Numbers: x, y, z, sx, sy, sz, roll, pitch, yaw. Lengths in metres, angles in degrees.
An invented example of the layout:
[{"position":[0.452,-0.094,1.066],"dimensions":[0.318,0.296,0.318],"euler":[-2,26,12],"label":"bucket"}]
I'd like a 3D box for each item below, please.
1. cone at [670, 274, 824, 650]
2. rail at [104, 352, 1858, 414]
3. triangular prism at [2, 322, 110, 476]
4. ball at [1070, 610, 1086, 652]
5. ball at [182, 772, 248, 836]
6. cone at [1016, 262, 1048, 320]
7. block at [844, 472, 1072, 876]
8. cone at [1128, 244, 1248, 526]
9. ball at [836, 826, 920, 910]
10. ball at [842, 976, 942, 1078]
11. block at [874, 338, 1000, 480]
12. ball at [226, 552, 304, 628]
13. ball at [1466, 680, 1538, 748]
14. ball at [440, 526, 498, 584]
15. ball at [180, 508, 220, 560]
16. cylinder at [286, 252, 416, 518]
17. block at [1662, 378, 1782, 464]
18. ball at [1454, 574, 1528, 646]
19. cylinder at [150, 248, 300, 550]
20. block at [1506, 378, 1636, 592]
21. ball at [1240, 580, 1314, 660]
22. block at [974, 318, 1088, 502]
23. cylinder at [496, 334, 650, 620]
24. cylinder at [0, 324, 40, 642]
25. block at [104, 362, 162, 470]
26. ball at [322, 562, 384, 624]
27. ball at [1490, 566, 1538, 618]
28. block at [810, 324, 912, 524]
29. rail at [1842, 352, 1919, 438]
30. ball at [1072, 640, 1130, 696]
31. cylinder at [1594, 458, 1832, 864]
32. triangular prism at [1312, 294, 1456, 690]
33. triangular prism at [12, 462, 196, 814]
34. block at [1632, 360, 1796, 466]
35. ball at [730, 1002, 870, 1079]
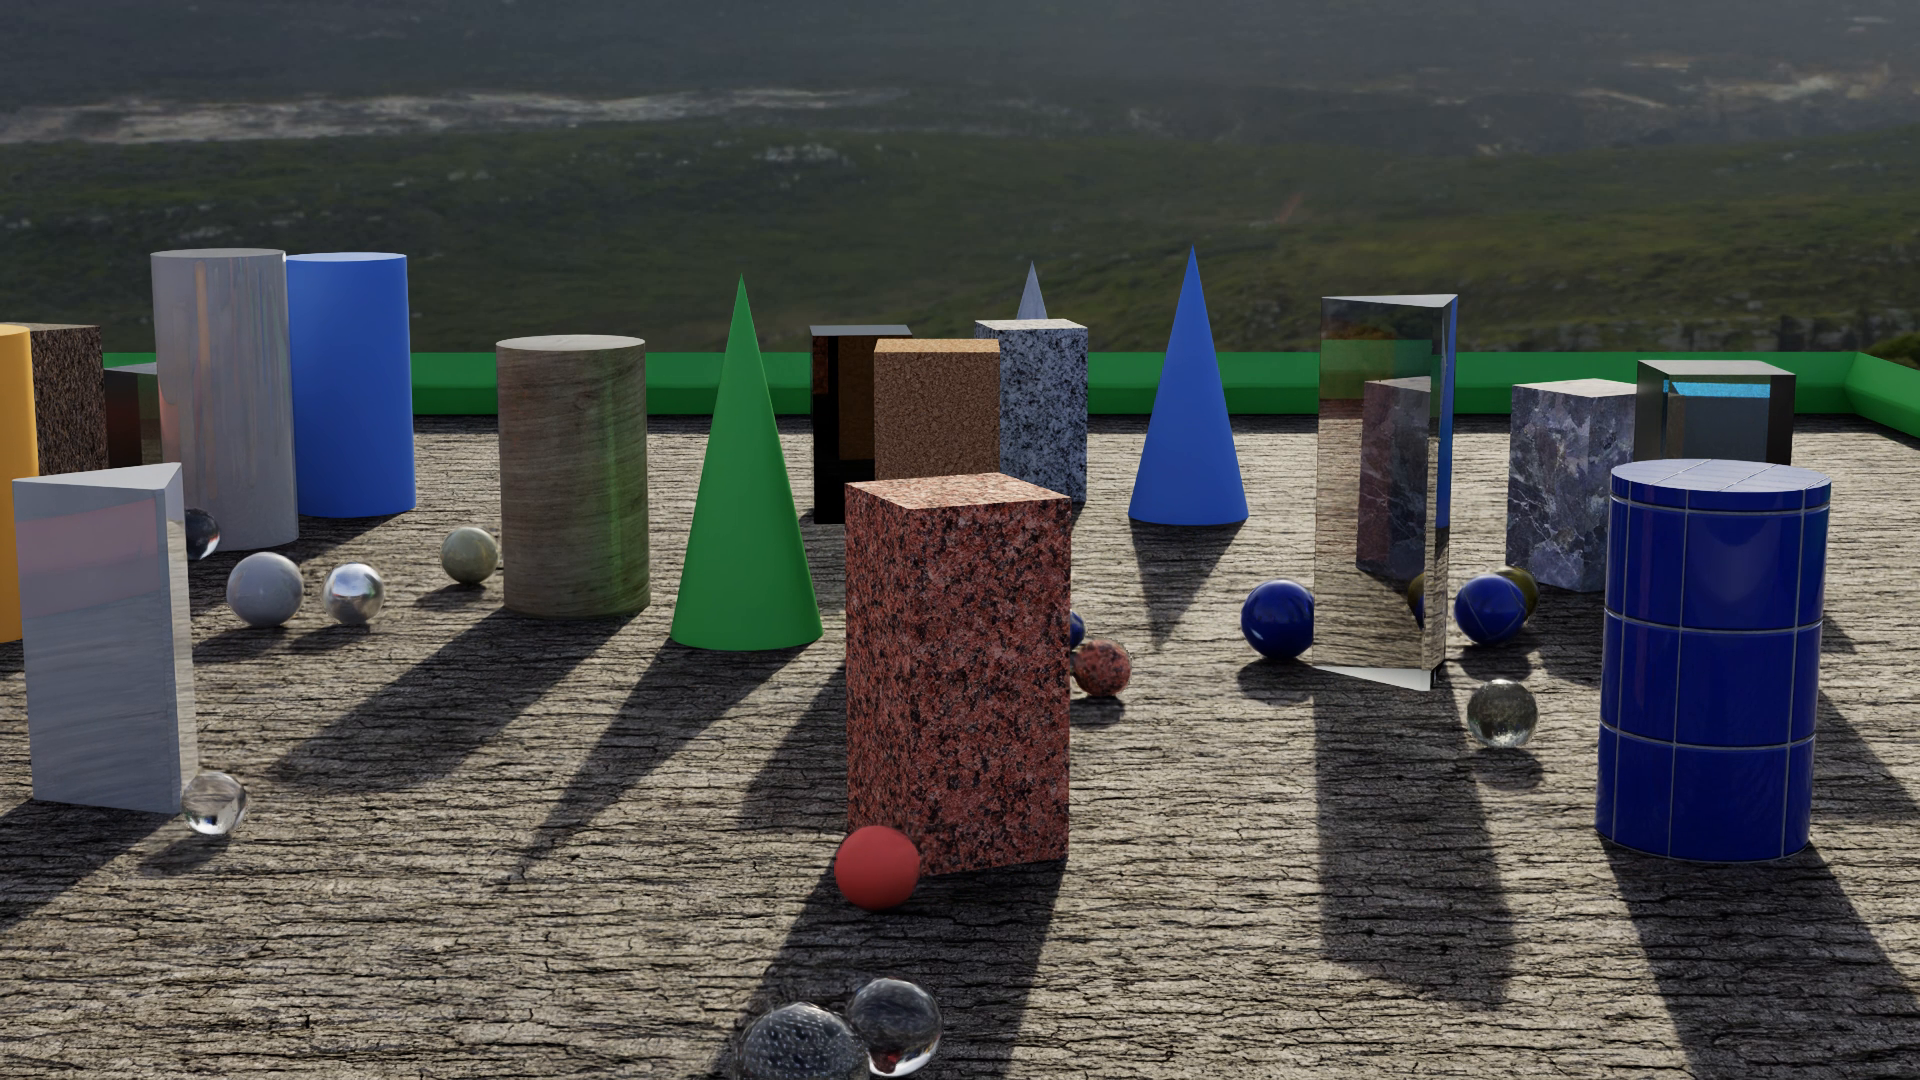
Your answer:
[{"position":[-0.277,-0.109,3.289],"dimensions":[0.199,0.469,0.199],"euler":[0,10,0],"label":"cone"},{"position":[-0.011,-0.328,5.399],"dimensions":[3.822,0.129,0.045],"euler":[0,10,0],"label":"rail"},{"position":[-1.363,-0.137,3.762],"dimensions":[0.172,0.353,0.149],"euler":[-9,14,-41],"label":"triangular prism"},{"position":[0.130,0.114,3.223],"dimensions":[0.055,0.055,0.055],"euler":[0,10,0],"label":"ball"},{"position":[-0.715,0.252,2.458],"dimensions":[0.061,0.061,0.061],"euler":[0,10,0],"label":"ball"},{"position":[0.135,-0.344,4.840],"dimensions":[0.199,0.367,0.199],"euler":[0,10,0],"label":"cone"},{"position":[-0.004,0.121,2.401],"dimensions":[0.159,0.340,0.159],"euler":[-5,11,-23],"label":"block"},{"position":[0.375,-0.260,4.174],"dimensions":[0.199,0.444,0.199],"euler":[0,10,0],"label":"cone"},{"position":[-0.071,0.286,2.239],"dimensions":[0.074,0.074,0.074],"euler":[0,10,0],"label":"ball"},{"position":[-0.050,0.355,1.871],"dimensions":[0.073,0.073,0.073],"euler":[0,10,0],"label":"ball"},{"position":[-0.029,-0.070,3.352],"dimensions":[0.159,0.370,0.159],"euler":[0,10,0],"label":"block"},{"position":[-0.911,0.065,3.366],"dimensions":[0.099,0.099,0.099],"euler":[0,10,0],"label":"ball"},{"position":[0.585,0.188,2.768],"dimensions":[0.075,0.075,0.075],"euler":[0,10,0],"label":"ball"},{"position":[-0.697,0.022,3.644],"dimensions":[0.082,0.082,0.082],"euler":[0,10,0],"label":"ball"},{"position":[-1.143,-0.008,3.826],"dimensions":[0.076,0.076,0.076],"euler":[0,10,0],"label":"ball"},{"position":[-1.010,-0.260,4.246],"dimensions":[0.199,0.417,0.199],"euler":[0,10,0],"label":"cylinder"},{"position":[1.138,-0.106,3.858],"dimensions":[0.159,0.255,0.159],"euler":[2,11,11],"label":"block"},{"position":[0.674,0.088,3.260],"dimensions":[0.091,0.091,0.091],"euler":[0,10,0],"label":"ball"},{"position":[-1.132,-0.220,3.956],"dimensions":[0.199,0.444,0.199],"euler":[0,10,0],"label":"cylinder"},{"position":[0.900,-0.081,3.673],"dimensions":[0.159,0.275,0.159],"euler":[-6,12,-29],"label":"block"},{"position":[0.398,0.099,3.183],"dimensions":[0.099,0.099,0.099],"euler":[0,10,0],"label":"ball"},{"position":[0.120,-0.221,4.378],"dimensions":[0.159,0.294,0.159],"euler":[-2,11,-12],"label":"block"},{"position":[-0.523,-0.089,3.480],"dimensions":[0.199,0.360,0.199],"euler":[0,10,0],"label":"cylinder"},{"position":[-1.294,-0.074,3.312],"dimensions":[0.199,0.391,0.199],"euler":[0,10,0],"label":"cylinder"},{"position":[-1.280,-0.159,4.178],"dimensions":[0.159,0.245,0.159],"euler":[7,12,32],"label":"block"},{"position":[-0.801,0.070,3.388],"dimensions":[0.081,0.081,0.081],"euler":[0,10,0],"label":"ball"},{"position":[0.724,0.073,3.386],"dimensions":[0.076,0.076,0.076],"euler":[0,10,0],"label":"ball"},{"position":[-0.162,-0.190,4.182],"dimensions":[0.159,0.304,0.159],"euler":[-1,11,-5],"label":"block"},{"position":[1.887,0.031,3.459],"dimensions":[0.045,0.129,4.015],"euler":[0,10,0],"label":"rail"},{"position":[0.165,0.150,2.996],"dimensions":[0.067,0.067,0.067],"euler":[0,10,0],"label":"ball"},{"position":[0.713,0.110,2.438],"dimensions":[0.199,0.348,0.199],"euler":[0,10,0],"label":"cylinder"},{"position":[0.545,-0.065,3.097],"dimensions":[0.149,0.453,0.172],"euler":[-10,14,-42],"label":"triangular prism"},{"position":[-0.828,0.092,2.598],"dimensions":[0.172,0.324,0.149],"euler":[4,11,19],"label":"triangular prism"},{"position":[0.972,-0.053,3.334],"dimensions":[0.159,0.344,0.159],"euler":[0,10,1],"label":"block"},{"position":[-0.109,0.365,1.754],"dimensions":[0.096,0.096,0.096],"euler":[0,10,0],"label":"ball"}]
